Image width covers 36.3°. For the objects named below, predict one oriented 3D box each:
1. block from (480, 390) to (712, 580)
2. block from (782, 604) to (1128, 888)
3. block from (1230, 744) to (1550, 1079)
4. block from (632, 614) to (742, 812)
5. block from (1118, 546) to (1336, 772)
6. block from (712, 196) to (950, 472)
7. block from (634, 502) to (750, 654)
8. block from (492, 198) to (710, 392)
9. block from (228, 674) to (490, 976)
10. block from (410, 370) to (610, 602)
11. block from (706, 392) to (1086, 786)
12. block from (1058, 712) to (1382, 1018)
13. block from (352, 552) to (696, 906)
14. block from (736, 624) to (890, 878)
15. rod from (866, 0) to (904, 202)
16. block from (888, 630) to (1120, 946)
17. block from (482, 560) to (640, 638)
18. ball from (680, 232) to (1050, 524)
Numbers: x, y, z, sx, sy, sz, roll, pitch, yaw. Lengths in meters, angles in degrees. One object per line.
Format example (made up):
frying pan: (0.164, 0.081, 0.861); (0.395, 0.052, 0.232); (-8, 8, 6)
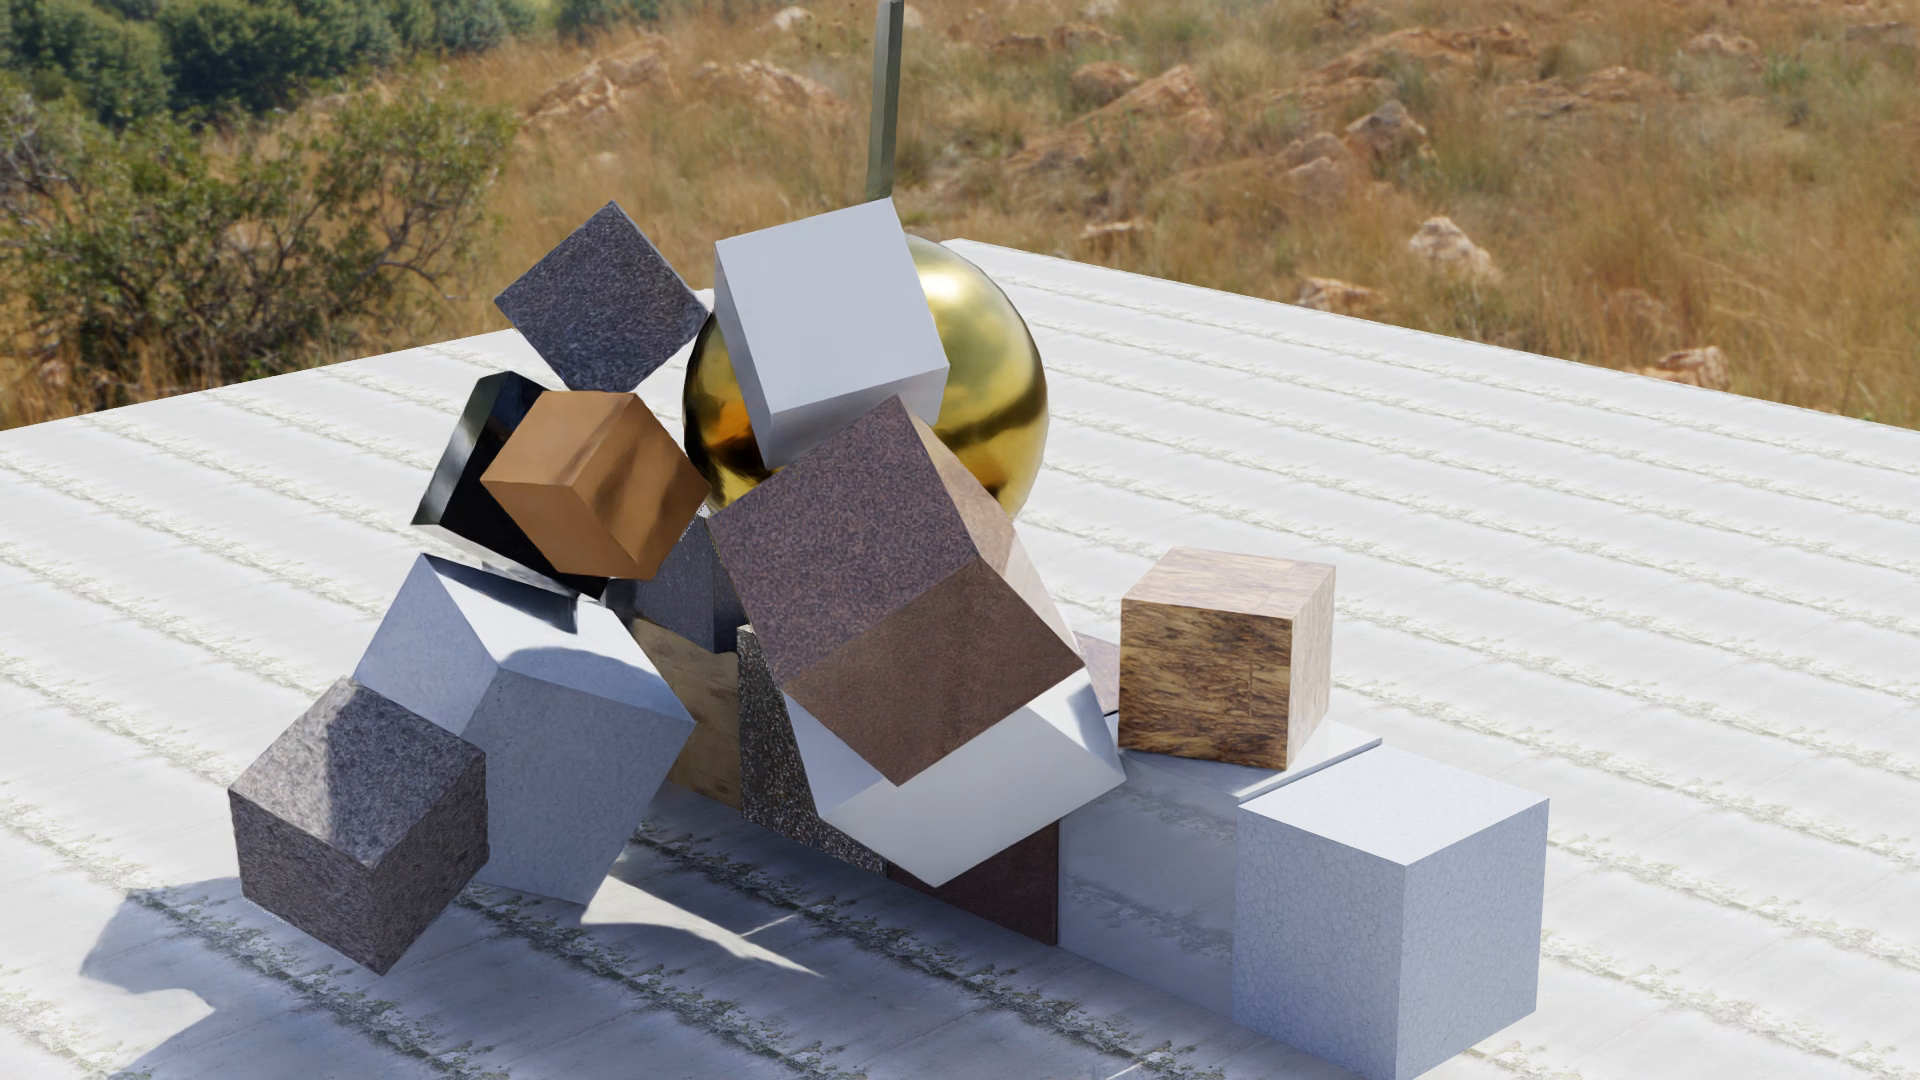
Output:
block: (-1.493, -0.230, 12.046); (0.569, 0.581, 0.501); (4, 52, 41)
block: (-0.054, 0.708, 12.175); (0.970, 0.920, 0.883); (-31, 53, 16)
block: (1.749, 1.509, 11.953); (0.963, 0.954, 0.834); (-17, 24, -42)
block: (-0.993, 0.753, 14.608); (0.843, 0.804, 0.914); (17, 24, 42)
block: (1.133, 0.487, 12.399); (0.724, 0.661, 0.757); (7, 19, 19)
block: (-0.524, -0.812, 11.638); (0.720, 0.749, 0.619); (-16, -17, -11)
block: (-1.067, 0.065, 14.348); (0.779, 0.665, 0.779); (-12, 21, -33)
block: (-1.655, -1.089, 13.682); (0.703, 0.711, 0.796); (-40, 9, 0)
block: (-2.407, 1.146, 11.814); (0.706, 0.710, 0.710); (26, 49, 17)
block: (-1.923, -0.240, 13.354); (0.798, 0.759, 0.686); (27, -9, -19)
block: (-0.242, 0.205, 11.304); (0.890, 0.974, 0.861); (-33, 53, 8)
block: (1.108, 1.297, 12.576); (0.946, 0.984, 0.985); (-17, 24, -42)
block: (-2.021, 0.844, 13.042); (1.055, 0.999, 0.981); (20, 18, -40)
block: (-0.327, 0.872, 13.956); (1.037, 0.968, 1.010); (-17, 24, -42)
rod: (-0.178, -3.850, 11.945); (0.080, 5.200, 0.080); (17, 18, 42)
block: (0.402, 1.076, 13.270); (1.016, 0.990, 1.038); (17, 24, 42)
block: (-1.698, 0.440, 15.283); (1.126, 0.997, 1.083); (-16, 23, -41)
ball: (-0.410, -0.552, 12.738); (1.600, 1.600, 1.600); (0, 17, 0)
